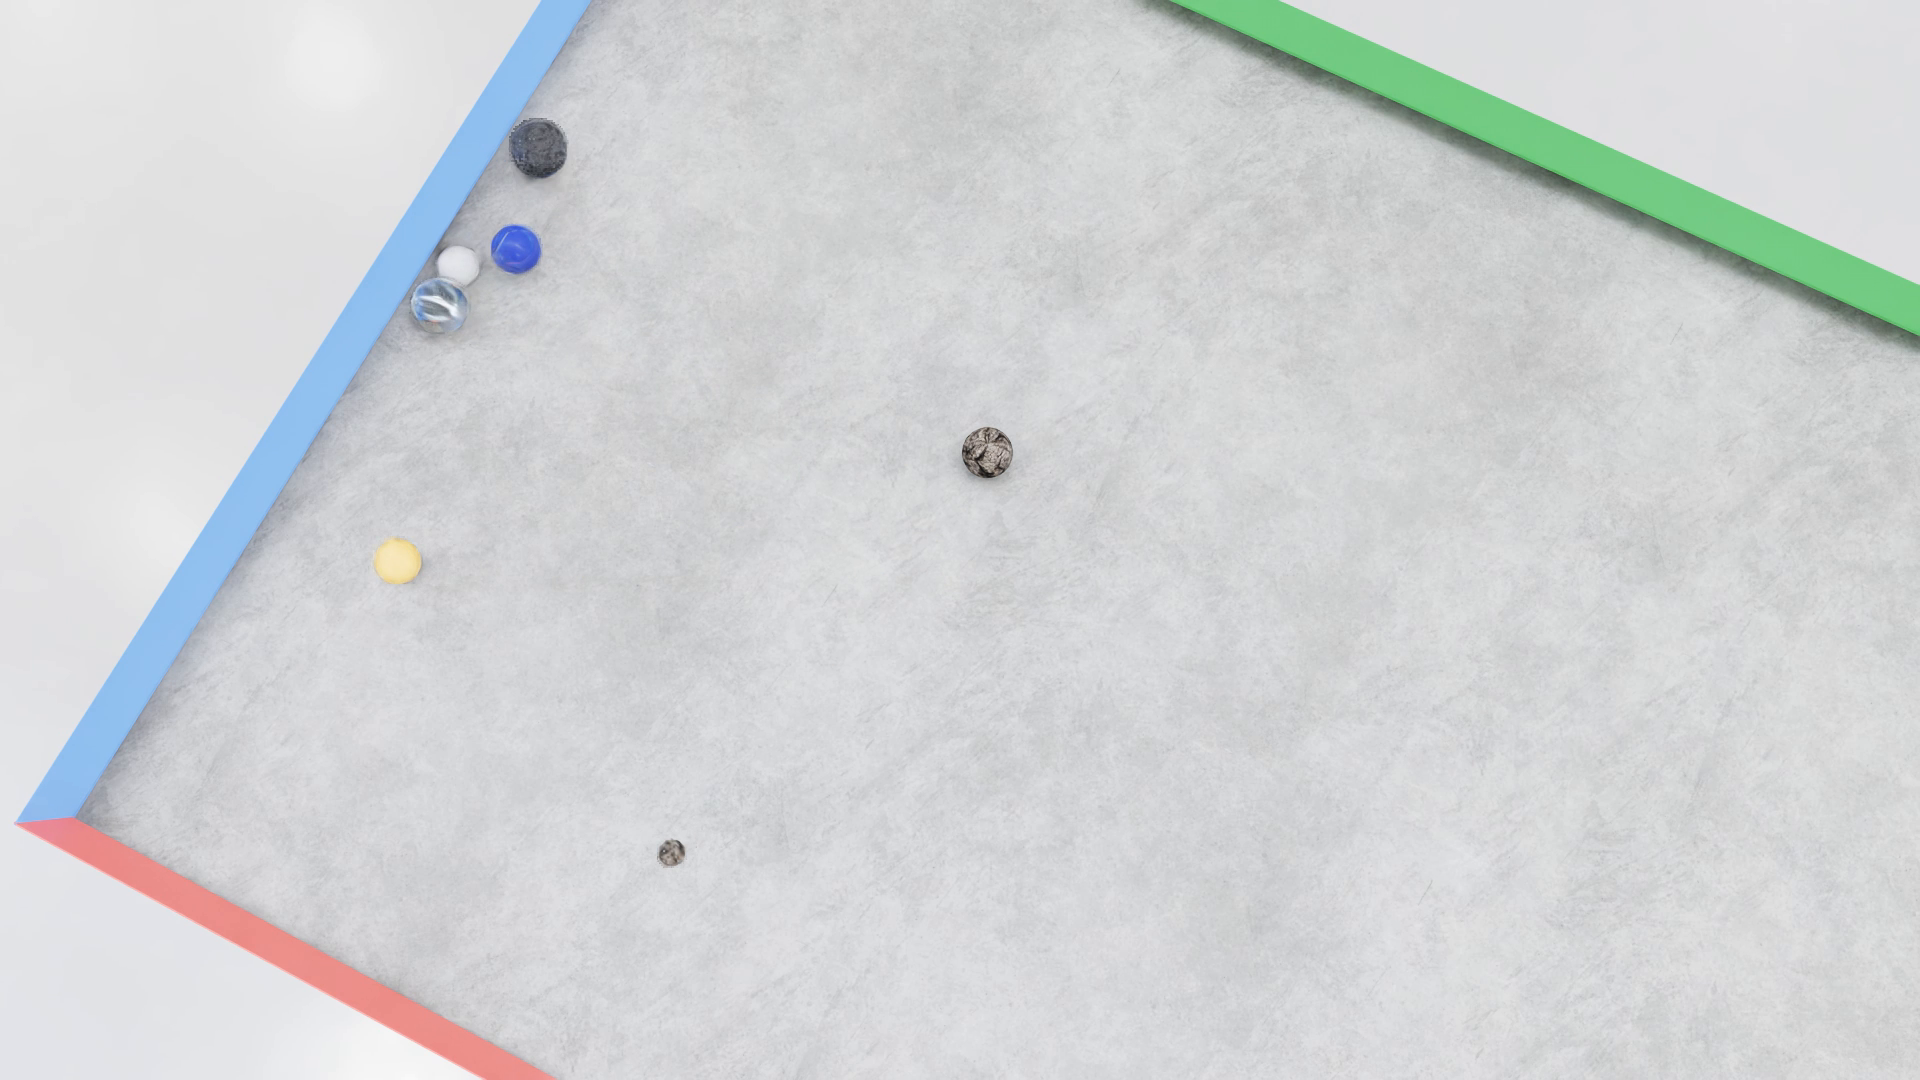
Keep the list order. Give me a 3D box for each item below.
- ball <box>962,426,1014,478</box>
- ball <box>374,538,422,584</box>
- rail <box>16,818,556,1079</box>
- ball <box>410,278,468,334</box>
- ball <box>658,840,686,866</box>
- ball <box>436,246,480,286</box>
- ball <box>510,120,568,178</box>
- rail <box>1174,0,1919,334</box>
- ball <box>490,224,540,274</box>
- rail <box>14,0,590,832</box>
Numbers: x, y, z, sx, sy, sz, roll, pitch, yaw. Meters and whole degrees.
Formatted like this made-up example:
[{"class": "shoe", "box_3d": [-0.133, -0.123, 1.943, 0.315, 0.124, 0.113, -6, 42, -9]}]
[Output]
[{"class": "ball", "box_3d": [0.043, -0.136, 3.414, 0.080, 0.080, 0.080, 0, 73, 0]}, {"class": "ball", "box_3d": [-0.861, 0.033, 3.368, 0.070, 0.070, 0.070, 0, 73, 0]}, {"class": "rail", "box_3d": [0.440, 1.285, 2.963, 4.028, 0.119, 0.045, 26, 75, 8]}, {"class": "ball", "box_3d": [-0.823, -0.370, 3.480, 0.089, 0.089, 0.089, 0, 73, 0]}, {"class": "ball", "box_3d": [-0.427, 0.463, 3.254, 0.040, 0.040, 0.040, 0, 73, 0]}, {"class": "ball", "box_3d": [-0.802, -0.437, 3.512, 0.066, 0.066, 0.066, 0, 73, 0]}, {"class": "ball", "box_3d": [-0.681, -0.632, 3.558, 0.092, 0.092, 0.092, 0, 73, 0]}, {"class": "rail", "box_3d": [1.353, -0.421, 3.478, 4.028, 0.119, 0.045, 26, 75, 8]}, {"class": "ball", "box_3d": [-0.710, -0.464, 3.513, 0.079, 0.079, 0.079, 0, 73, 0]}, {"class": "rail", "box_3d": [-0.875, -0.436, 3.483, 0.045, 0.119, 2.049, 26, 75, 8]}]
